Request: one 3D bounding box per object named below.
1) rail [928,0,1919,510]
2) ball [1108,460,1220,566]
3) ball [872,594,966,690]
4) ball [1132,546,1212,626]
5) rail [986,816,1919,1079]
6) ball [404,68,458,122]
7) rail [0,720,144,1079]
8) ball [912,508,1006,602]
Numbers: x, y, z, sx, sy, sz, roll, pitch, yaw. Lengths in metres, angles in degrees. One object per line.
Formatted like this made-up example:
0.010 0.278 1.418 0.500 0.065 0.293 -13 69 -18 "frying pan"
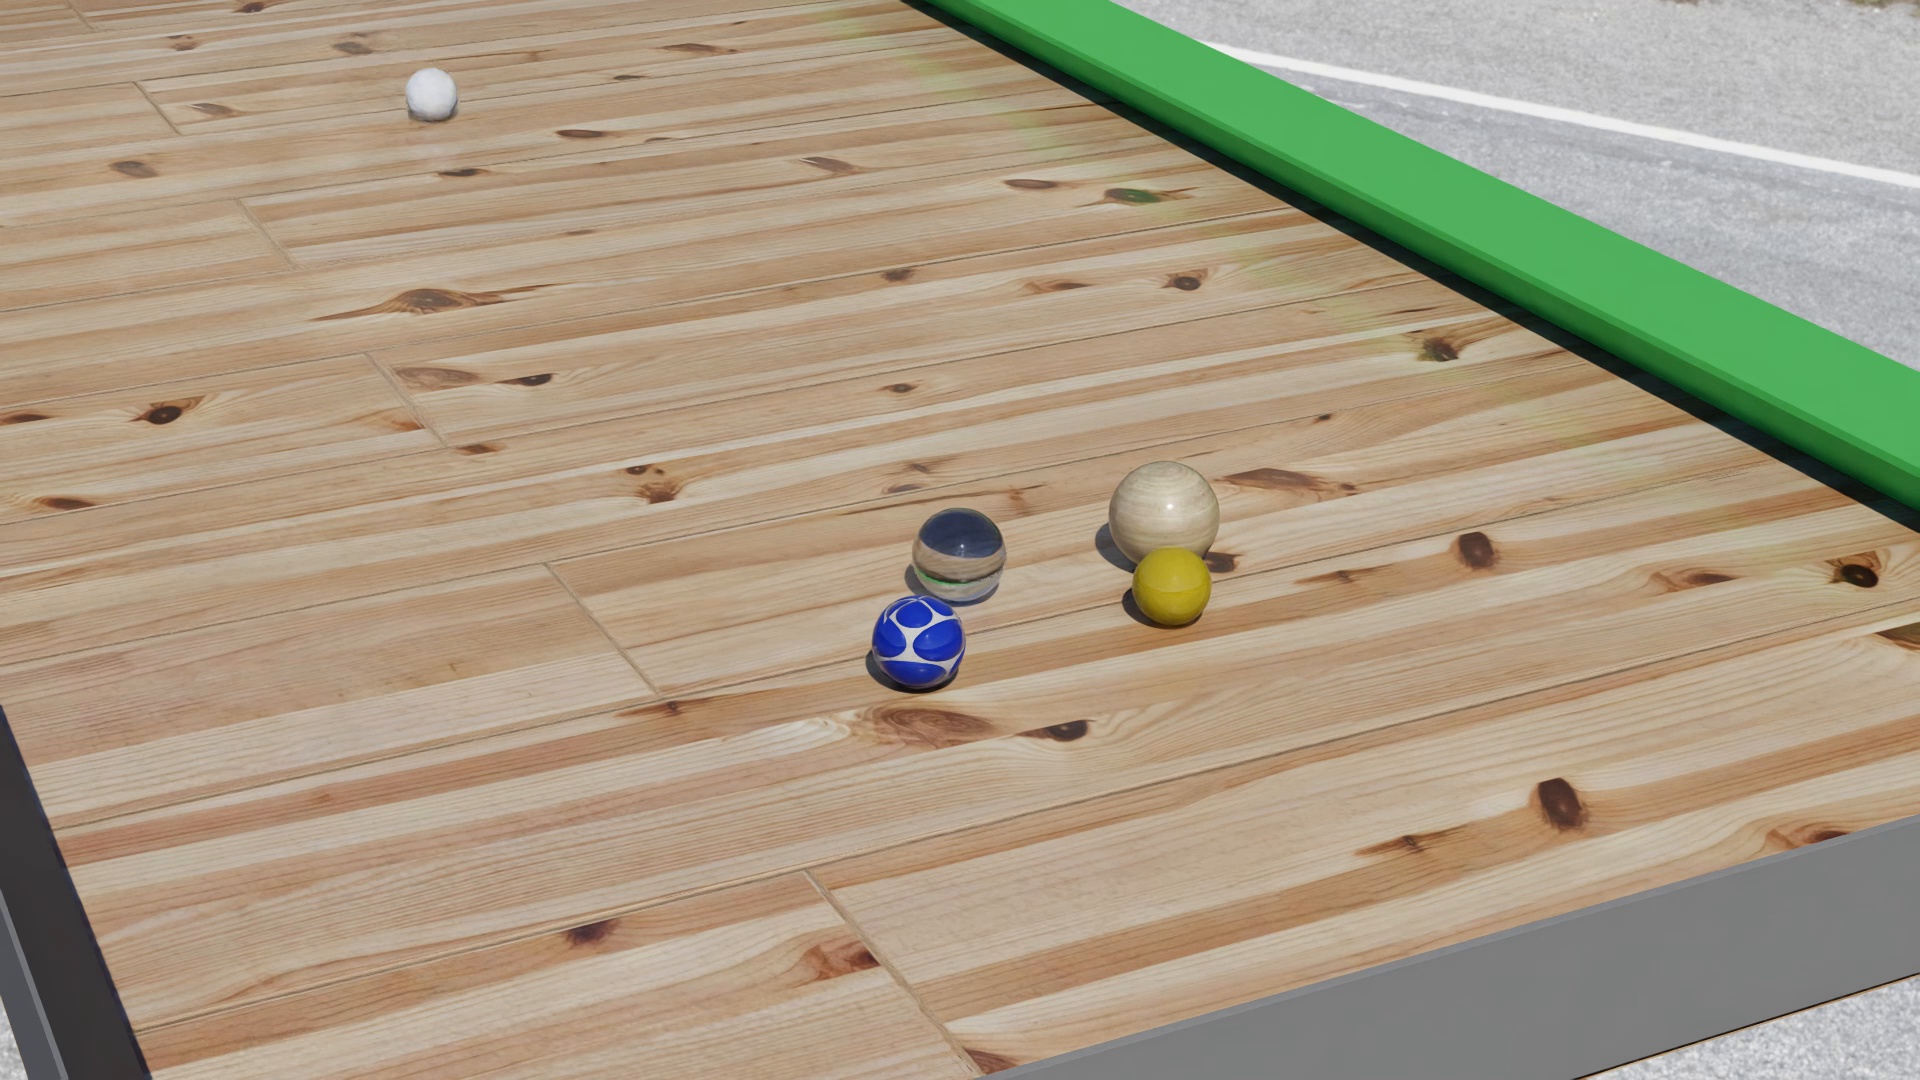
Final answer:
0.325 -0.413 3.036 0.045 0.108 2.893 -11 27 -23 "rail"
0.152 -0.017 2.190 0.083 0.083 0.083 0 24 0 "ball"
-0.028 0.070 2.018 0.065 0.065 0.065 0 24 0 "ball"
0.152 0.033 2.110 0.058 0.058 0.058 0 24 0 "ball"
0.305 0.240 1.586 1.470 0.108 0.045 -11 27 -23 "rail"
-0.590 -0.498 3.287 0.059 0.059 0.059 0 24 0 "ball"
-0.955 -0.159 2.471 0.045 0.108 2.893 -11 27 -23 "rail"
-0.001 0.011 2.144 0.070 0.070 0.070 0 24 0 "ball"
